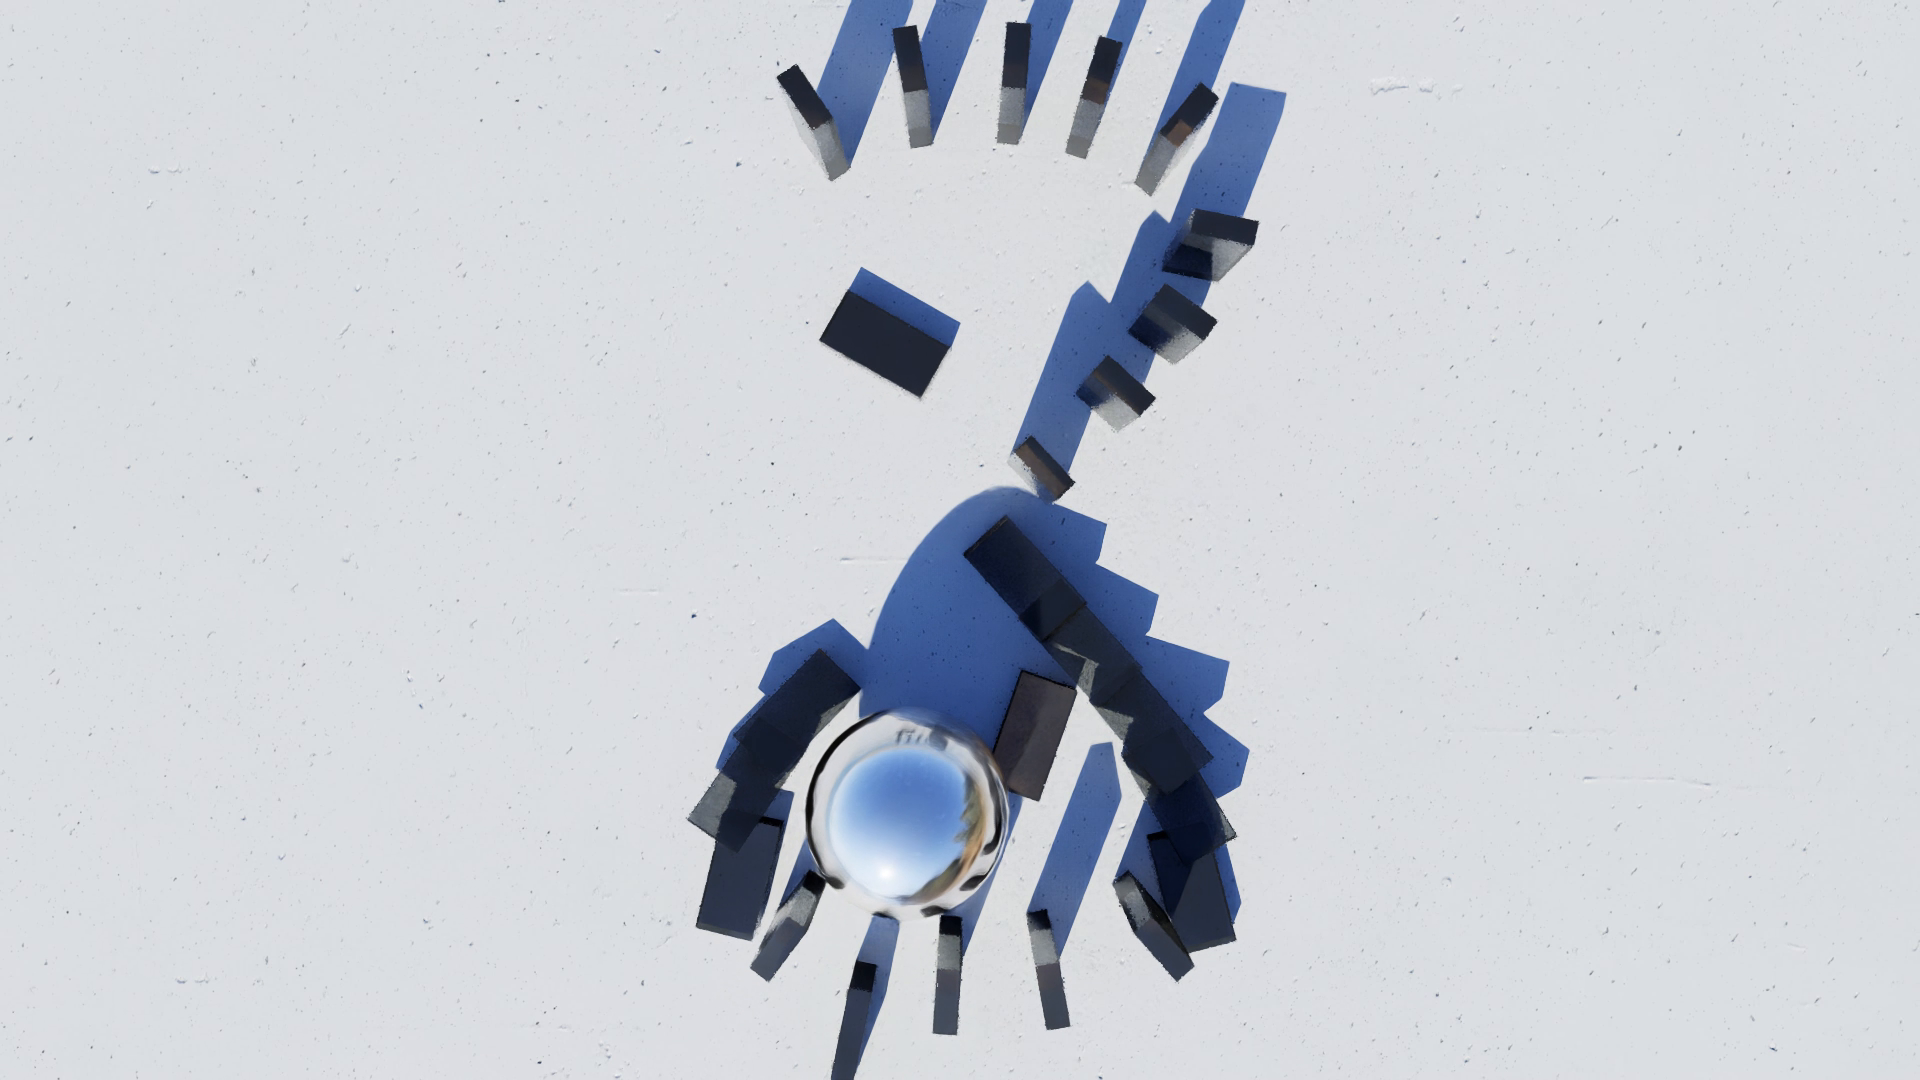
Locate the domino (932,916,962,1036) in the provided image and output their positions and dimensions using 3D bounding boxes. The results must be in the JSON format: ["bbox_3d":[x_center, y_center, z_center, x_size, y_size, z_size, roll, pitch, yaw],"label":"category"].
[{"bbox_3d":[-0.005,0.177,0.375,0.010,0.050,0.025,4,90,0],"label":"domino"}]

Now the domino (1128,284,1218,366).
[{"bbox_3d":[0.086,-0.087,0.375,0.025,0.050,0.009,36,90,0],"label":"domino"}]

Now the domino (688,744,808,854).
[{"bbox_3d":[-0.090,0.103,0.389,0.025,0.009,0.050,34,75,0],"label":"domino"}]

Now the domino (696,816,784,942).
[{"bbox_3d":[-0.095,0.144,0.395,0.025,0.010,0.050,14,90,0],"label":"domino"}]

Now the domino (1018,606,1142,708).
[{"bbox_3d":[0.051,0.044,0.390,0.025,0.009,0.050,-42,77,0],"label":"domino"}]

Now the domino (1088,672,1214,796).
[{"bbox_3d":[0.080,0.080,0.387,0.025,0.010,0.050,-39,71,-1],"label":"domino"}]

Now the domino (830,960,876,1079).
[{"bbox_3d":[-0.046,0.209,0.388,0.010,0.025,0.050,11,90,0],"label":"domino"}]

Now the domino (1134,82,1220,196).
[{"bbox_3d":[0.088,-0.162,0.375,0.009,0.050,0.025,40,90,0],"label":"domino"}]

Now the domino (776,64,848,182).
[{"bbox_3d":[-0.059,-0.169,0.375,0.009,0.050,0.025,-34,90,0],"label":"domino"}]

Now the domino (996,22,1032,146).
[{"bbox_3d":[0.022,-0.185,0.375,0.009,0.050,0.025,4,90,0],"label":"domino"}]

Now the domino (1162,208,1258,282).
[{"bbox_3d":[0.101,-0.120,0.375,0.025,0.050,0.010,11,90,0],"label":"domino"}]

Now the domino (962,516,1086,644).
[{"bbox_3d":[0.027,0.016,0.389,0.025,0.010,0.050,-42,75,0],"label":"domino"}]

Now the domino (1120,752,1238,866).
[{"bbox_3d":[0.092,0.109,0.389,0.025,0.010,0.050,-30,76,0],"label":"domino"}]

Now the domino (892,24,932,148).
[{"bbox_3d":[-0.019,-0.184,0.375,0.010,0.050,0.025,-10,90,0],"label":"domino"}]

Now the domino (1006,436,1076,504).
[{"bbox_3d":[0.032,-0.028,0.375,0.009,0.050,0.025,-43,90,0],"label":"domino"}]

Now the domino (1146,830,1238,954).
[{"bbox_3d":[0.100,0.150,0.395,0.025,0.009,0.050,-14,90,0],"label":"domino"}]

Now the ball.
[{"bbox_3d":[-0.021,0.106,0.360,0.080,0.080,0.080,0,90,0],"label":"ball"}]

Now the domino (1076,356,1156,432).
[{"bbox_3d":[0.063,-0.059,0.375,0.025,0.050,0.010,42,90,0],"label":"domino"}]

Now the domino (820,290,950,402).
[{"bbox_3d":[-0.032,-0.084,0.395,0.050,0.009,0.025,30,90,0],"label":"domino"}]

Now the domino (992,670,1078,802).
[{"bbox_3d":[0.030,0.084,0.395,0.025,0.010,0.050,19,90,0],"label":"domino"}]

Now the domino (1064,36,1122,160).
[{"bbox_3d":[0.054,-0.179,0.375,0.009,0.050,0.025,17,90,0],"label":"domino"}]

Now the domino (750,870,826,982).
[{"bbox_3d":[-0.069,0.156,0.375,0.010,0.050,0.025,37,90,0],"label":"domino"}]

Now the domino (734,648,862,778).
[{"bbox_3d":[-0.069,0.073,0.389,0.025,0.009,0.050,44,75,1],"label":"domino"}]

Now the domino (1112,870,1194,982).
[{"bbox_3d":[0.078,0.157,0.375,0.010,0.050,0.025,-41,90,0],"label":"domino"}]

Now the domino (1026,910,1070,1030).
[{"bbox_3d":[0.036,0.174,0.375,0.010,0.050,0.025,-10,90,0],"label":"domino"}]
